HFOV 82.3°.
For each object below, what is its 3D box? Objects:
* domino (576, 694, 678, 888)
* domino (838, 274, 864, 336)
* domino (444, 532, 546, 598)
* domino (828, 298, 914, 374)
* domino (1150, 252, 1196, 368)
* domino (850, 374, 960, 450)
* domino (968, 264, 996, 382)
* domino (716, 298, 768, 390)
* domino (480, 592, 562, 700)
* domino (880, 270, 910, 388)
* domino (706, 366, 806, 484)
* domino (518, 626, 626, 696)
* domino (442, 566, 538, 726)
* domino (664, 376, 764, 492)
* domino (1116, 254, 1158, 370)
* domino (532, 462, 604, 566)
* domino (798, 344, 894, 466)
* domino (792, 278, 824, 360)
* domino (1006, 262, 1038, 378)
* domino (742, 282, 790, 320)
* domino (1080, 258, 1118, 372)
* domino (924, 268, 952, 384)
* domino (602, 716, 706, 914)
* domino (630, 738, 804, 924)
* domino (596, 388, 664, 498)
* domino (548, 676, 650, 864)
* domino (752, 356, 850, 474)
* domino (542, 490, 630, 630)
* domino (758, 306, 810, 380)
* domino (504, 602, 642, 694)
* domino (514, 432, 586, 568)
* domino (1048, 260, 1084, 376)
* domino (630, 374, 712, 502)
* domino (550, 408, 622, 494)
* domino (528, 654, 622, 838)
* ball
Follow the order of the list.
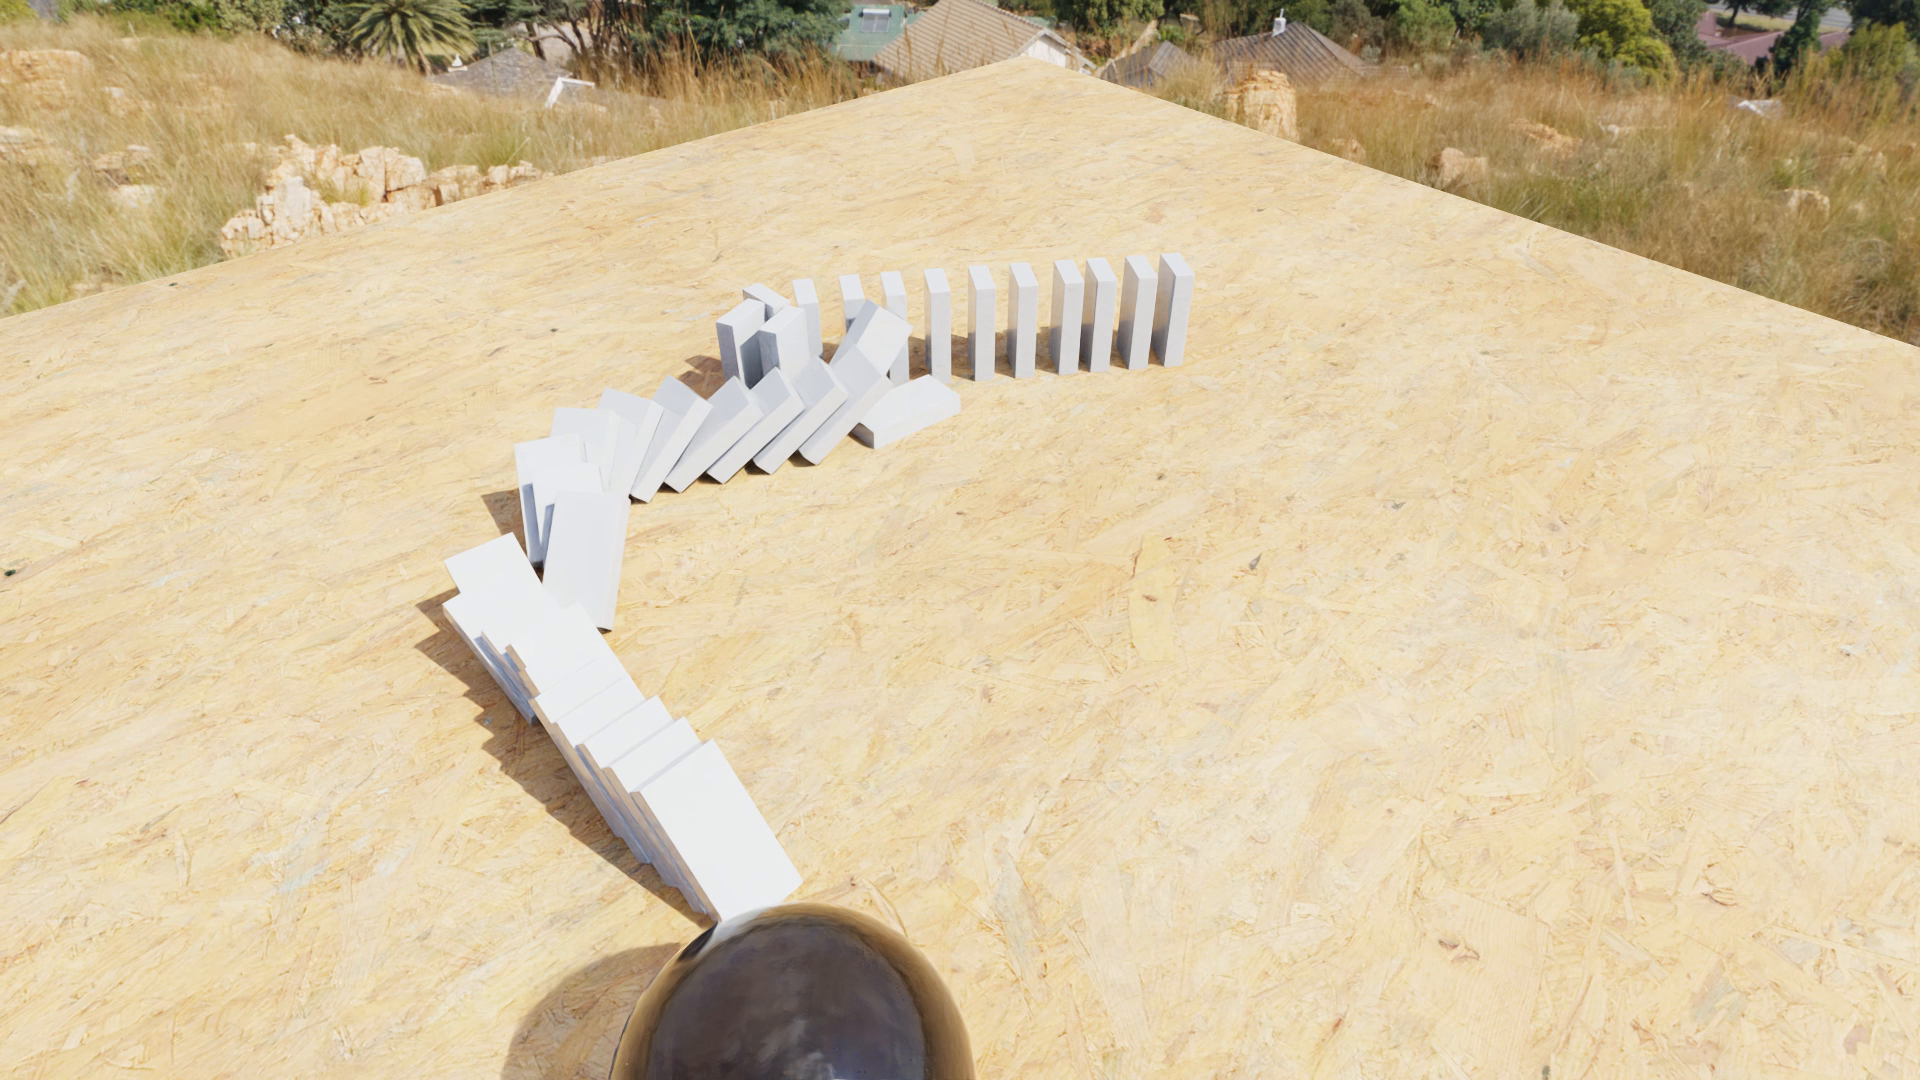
[{"bbox_3d":[-0.088,0.074,0.326,0.025,0.050,0.009,-35,8,-35],"label":"domino"},{"bbox_3d":[-0.051,-0.100,0.534,0.010,0.050,0.025,-7,40,-8],"label":"domino"},{"bbox_3d":[-0.161,0.025,0.394,0.025,0.010,0.050,-27,77,-28],"label":"domino"},{"bbox_3d":[-0.045,-0.084,0.511,0.010,0.050,0.025,40,12,38],"label":"domino"},{"bbox_3d":[0.106,-0.115,0.552,0.009,0.050,0.025,-6,40,-7],"label":"domino"},{"bbox_3d":[-0.027,-0.061,0.518,0.050,0.010,0.025,-27,46,-29],"label":"domino"},{"bbox_3d":[0.010,-0.106,0.541,0.009,0.050,0.025,-5,40,-7],"label":"domino"},{"bbox_3d":[-0.099,-0.084,0.514,0.009,0.050,0.025,18,43,21],"label":"domino"},{"bbox_3d":[-0.135,0.044,0.370,0.025,0.009,0.050,-35,81,-35],"label":"domino"},{"bbox_3d":[-0.032,-0.102,0.536,0.010,0.050,0.025,-6,40,-7],"label":"domino"},{"bbox_3d":[-0.092,-0.050,0.482,0.050,0.010,0.025,-41,45,9],"label":"domino"},{"bbox_3d":[-0.114,0.056,0.349,0.025,0.050,0.010,-35,8,-35],"label":"domino"},{"bbox_3d":[-0.152,0.036,0.380,0.025,0.009,0.050,-36,81,-33],"label":"domino"},{"bbox_3d":[-0.110,-0.046,0.478,0.050,0.009,0.025,-41,45,6],"label":"domino"},{"bbox_3d":[0.088,-0.114,0.550,0.010,0.050,0.025,-5,40,-6],"label":"domino"},{"bbox_3d":[-0.149,-0.004,0.427,0.025,0.010,0.050,-10,76,-12],"label":"domino"},{"bbox_3d":[-0.055,-0.060,0.491,0.050,0.010,0.025,-45,57,8],"label":"domino"},{"bbox_3d":[-0.073,-0.097,0.530,0.010,0.050,0.025,-8,40,-10],"label":"domino"},{"bbox_3d":[0.031,-0.108,0.544,0.010,0.050,0.025,-5,40,-6],"label":"domino"},{"bbox_3d":[-0.090,-0.095,0.527,0.009,0.050,0.025,-30,48,-31],"label":"domino"},{"bbox_3d":[0.069,-0.112,0.548,0.010,0.050,0.025,-5,40,-6],"label":"domino"},{"bbox_3d":[-0.011,-0.104,0.539,0.010,0.050,0.025,-6,40,-7],"label":"domino"},{"bbox_3d":[-0.079,0.080,0.320,0.025,0.050,0.009,-35,8,-35],"label":"domino"},{"bbox_3d":[-0.069,0.085,0.313,0.025,0.050,0.010,-35,8,-35],"label":"domino"},{"bbox_3d":[-0.147,-0.037,0.466,0.025,0.010,0.050,17,82,20],"label":"domino"},{"bbox_3d":[-0.099,0.069,0.332,0.025,0.050,0.010,-35,8,-35],"label":"domino"},{"bbox_3d":[-0.074,-0.055,0.486,0.050,0.010,0.025,-43,49,10],"label":"domino"},{"bbox_3d":[-0.140,0.007,0.411,0.025,0.010,0.050,4,79,4],"label":"domino"},{"bbox_3d":[-0.080,-0.080,0.509,0.009,0.050,0.025,16,42,18],"label":"domino"},{"bbox_3d":[-0.122,0.048,0.358,0.025,0.050,0.010,-37,7,-35],"label":"domino"},{"bbox_3d":[-0.161,-0.016,0.440,0.025,0.010,0.050,-11,76,-6],"label":"domino"},{"bbox_3d":[0.053,-0.110,0.546,0.010,0.050,0.025,-5,40,-6],"label":"domino"},{"bbox_3d":[-0.130,-0.044,0.473,0.025,0.010,0.050,36,92,35],"label":"domino"},{"bbox_3d":[-0.158,-0.029,0.455,0.025,0.009,0.050,4,78,11],"label":"domino"},{"bbox_3d":[-0.108,0.063,0.339,0.025,0.050,0.010,-35,8,-35],"label":"domino"},{"bbox_3d":[-0.036,0.121,0.240,0.080,0.080,0.080,0,39,0],"label":"ball"}]
